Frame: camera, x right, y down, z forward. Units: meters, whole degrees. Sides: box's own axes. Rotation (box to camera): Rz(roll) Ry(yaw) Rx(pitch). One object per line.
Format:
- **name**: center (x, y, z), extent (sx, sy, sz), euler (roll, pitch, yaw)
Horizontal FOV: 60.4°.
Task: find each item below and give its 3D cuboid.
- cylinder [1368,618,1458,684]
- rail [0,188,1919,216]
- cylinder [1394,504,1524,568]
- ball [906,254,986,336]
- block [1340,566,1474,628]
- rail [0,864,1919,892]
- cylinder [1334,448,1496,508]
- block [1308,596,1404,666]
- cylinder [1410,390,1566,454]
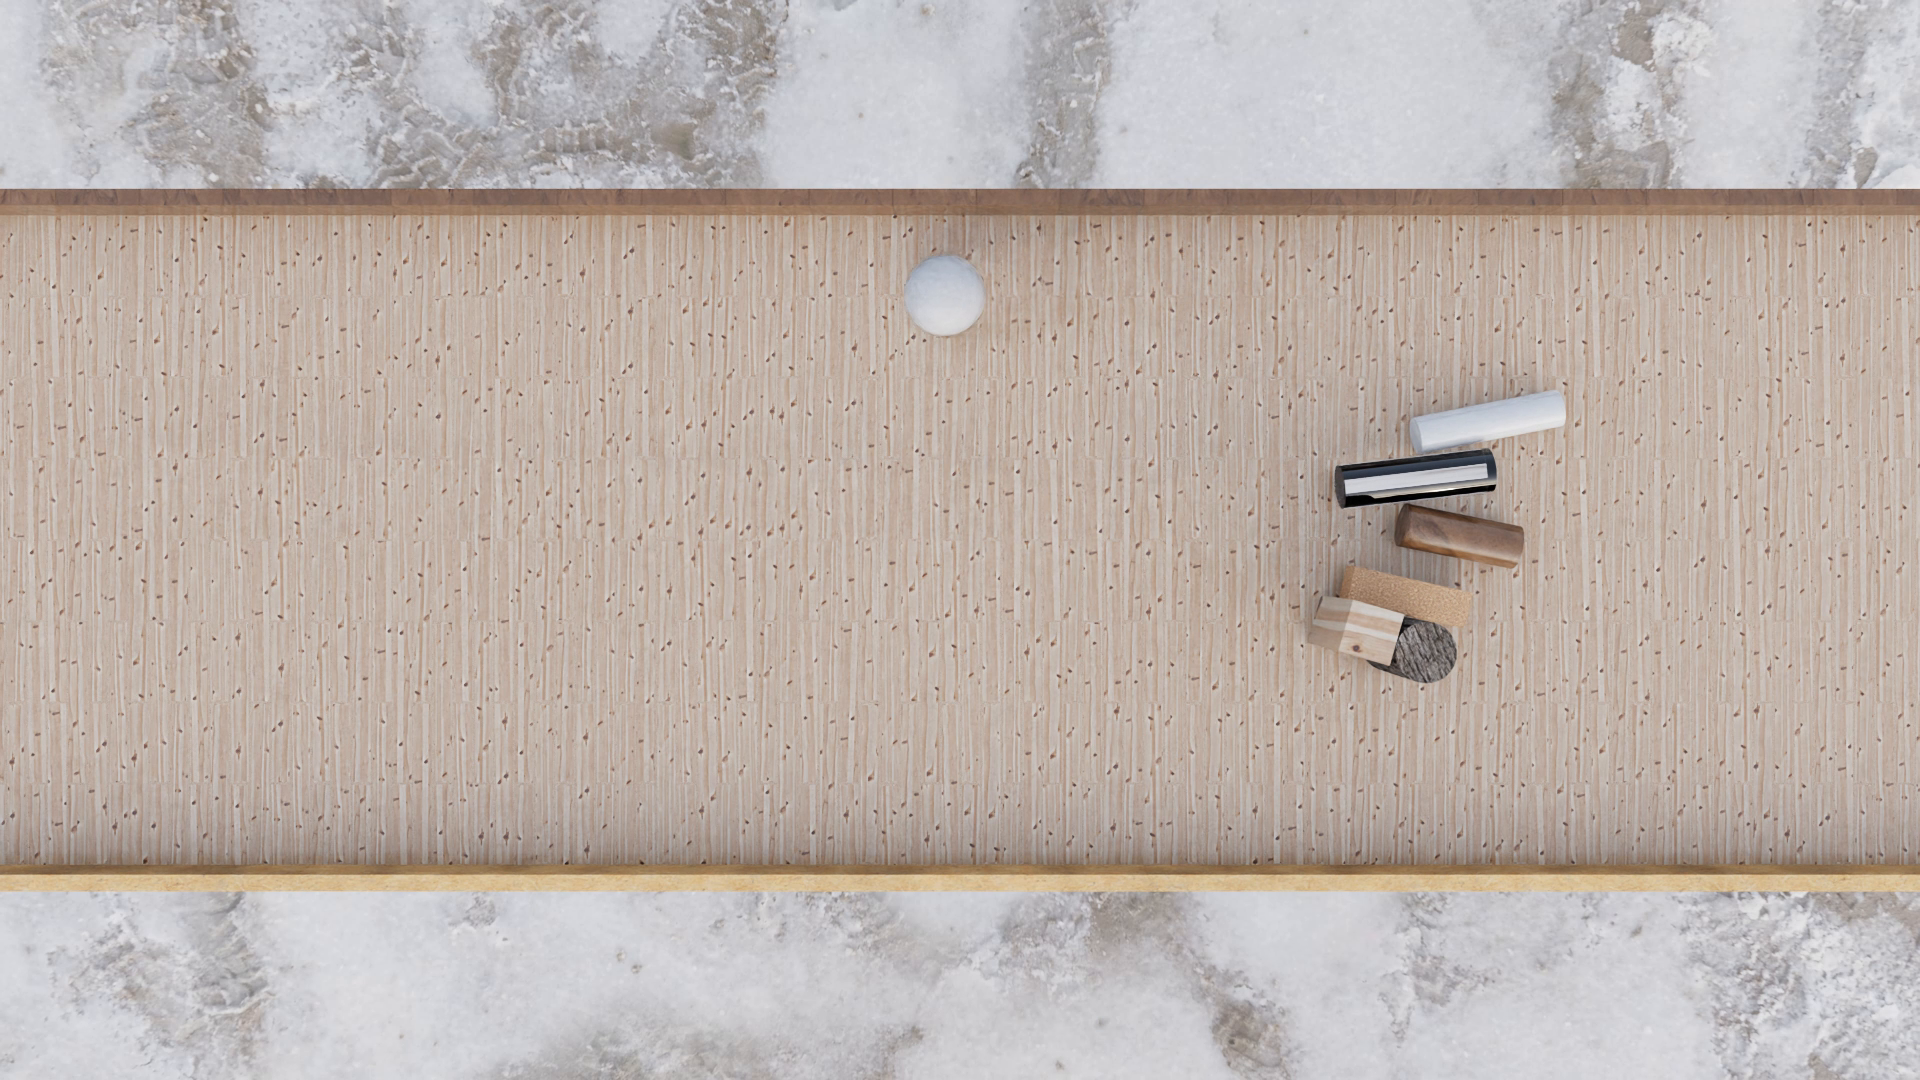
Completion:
- **cylinder**: center (1.320, 0.318, 4.870), extent (0.175, 0.412, 0.175), euler (0, 90, 0)
- **rail**: center (-2.247, -1.025, 5.002), extent (12.000, 0.150, 0.050), euler (0, 90, 0)
- **cylinder**: center (1.515, -0.012, 5.010), extent (0.353, 0.133, 0.133), euler (11, 90, 0)
- **ball**: center (-0.043, -0.735, 4.956), extent (0.242, 0.242, 0.242), euler (0, 90, 0)
- **block**: center (1.355, 0.172, 5.022), extent (0.365, 0.109, 0.109), euler (13, 90, 0)
- **rail**: center (-2.247, 1.025, 5.001), extent (12.000, 0.150, 0.050), euler (0, 90, 0)
- **cylinder**: center (1.381, -0.187, 5.009), extent (0.456, 0.135, 0.135), euler (-7, 90, 0)
- **block**: center (1.163, 0.263, 4.870), extent (0.151, 0.413, 0.151), euler (16, 90, 0)
- **cylinder**: center (1.604, -0.359, 5.020), extent (0.442, 0.114, 0.114), euler (-11, 90, 0)
